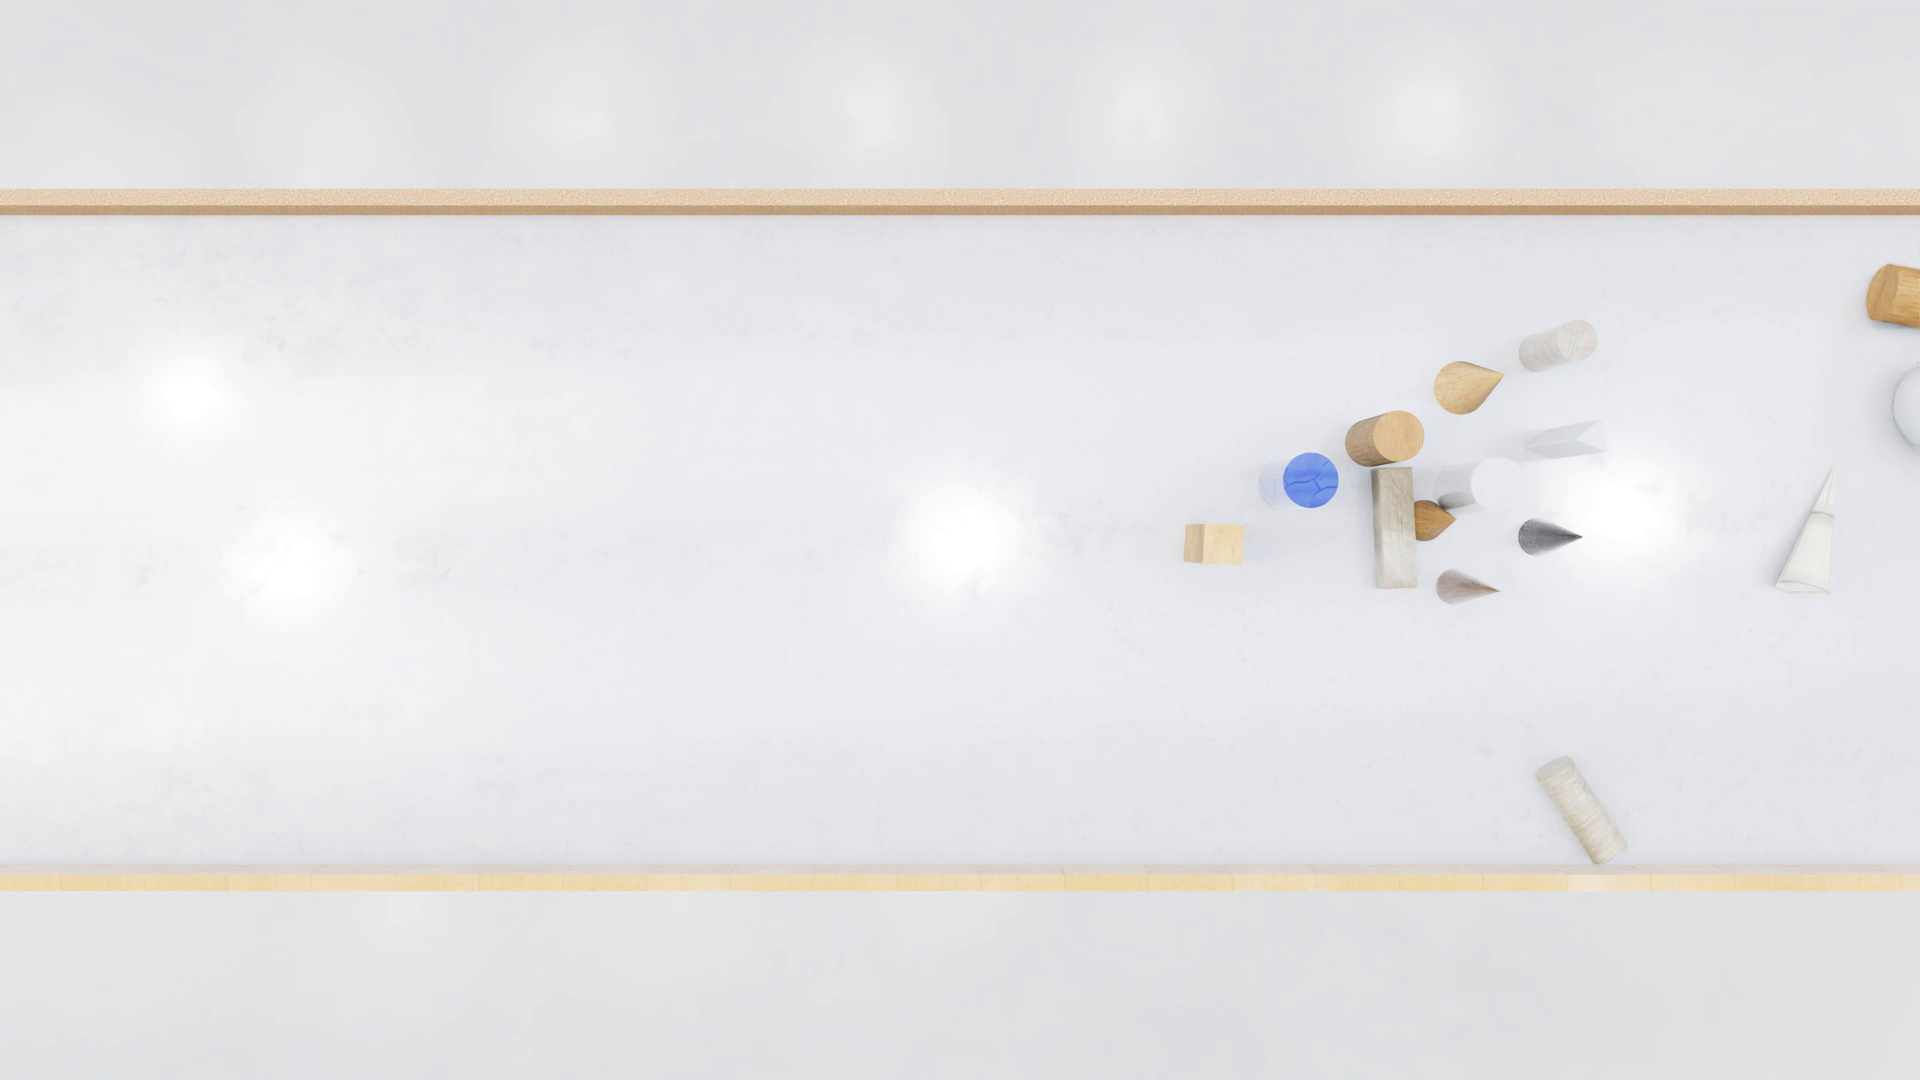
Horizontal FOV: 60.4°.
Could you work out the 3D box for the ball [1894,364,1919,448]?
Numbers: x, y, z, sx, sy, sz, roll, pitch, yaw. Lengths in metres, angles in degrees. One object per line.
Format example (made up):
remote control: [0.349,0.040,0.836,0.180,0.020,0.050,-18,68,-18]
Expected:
ball: [2.960,-0.403,4.926,0.300,0.300,0.300,0,90,0]

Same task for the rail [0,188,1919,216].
rail: [-2.247,-1.025,5.002,12.000,0.150,0.050,0,90,0]

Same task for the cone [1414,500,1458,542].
cone: [1.429,-0.060,4.908,0.129,0.336,0.129,0,90,0]

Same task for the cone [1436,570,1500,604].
cone: [1.520,0.145,4.854,0.111,0.444,0.111,0,90,0]

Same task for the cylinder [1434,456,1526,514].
cylinder: [1.543,-0.158,4.910,0.159,0.326,0.159,0,89,-2]

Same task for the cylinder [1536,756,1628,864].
cylinder: [1.891,0.821,5.017,0.119,0.119,0.316,-34,90,0]

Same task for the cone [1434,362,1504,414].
cone: [1.541,-0.468,4.869,0.166,0.415,0.166,0,90,0]

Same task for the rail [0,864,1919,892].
rail: [-2.247,1.025,5.001,12.000,0.150,0.050,0,90,0]

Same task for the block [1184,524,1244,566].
block: [0.747,0.013,4.875,0.112,0.404,0.112,3,90,0]

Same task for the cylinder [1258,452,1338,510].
cylinder: [0.999,-0.170,4.886,0.160,0.380,0.160,0,90,0]

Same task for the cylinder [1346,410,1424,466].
cylinder: [1.259,-0.299,4.904,0.148,0.345,0.148,0,90,0]

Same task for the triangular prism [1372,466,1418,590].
triangular prism: [1.295,-0.036,4.993,0.128,0.111,0.366,-3,90,36]

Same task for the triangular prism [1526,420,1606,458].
triangular prism: [1.797,-0.304,4.864,0.092,0.425,0.080,23,90,0]

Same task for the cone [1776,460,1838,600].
cone: [2.629,-0.048,5.040,0.148,0.148,0.435,20,80,0]

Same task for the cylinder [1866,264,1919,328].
cylinder: [3.003,-0.712,4.990,0.434,0.171,0.171,10,90,0]

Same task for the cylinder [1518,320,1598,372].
cylinder: [1.778,-0.575,4.912,0.117,0.328,0.117,0,90,0]

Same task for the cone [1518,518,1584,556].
cone: [1.778,-0.009,4.887,0.121,0.380,0.121,0,90,0]
